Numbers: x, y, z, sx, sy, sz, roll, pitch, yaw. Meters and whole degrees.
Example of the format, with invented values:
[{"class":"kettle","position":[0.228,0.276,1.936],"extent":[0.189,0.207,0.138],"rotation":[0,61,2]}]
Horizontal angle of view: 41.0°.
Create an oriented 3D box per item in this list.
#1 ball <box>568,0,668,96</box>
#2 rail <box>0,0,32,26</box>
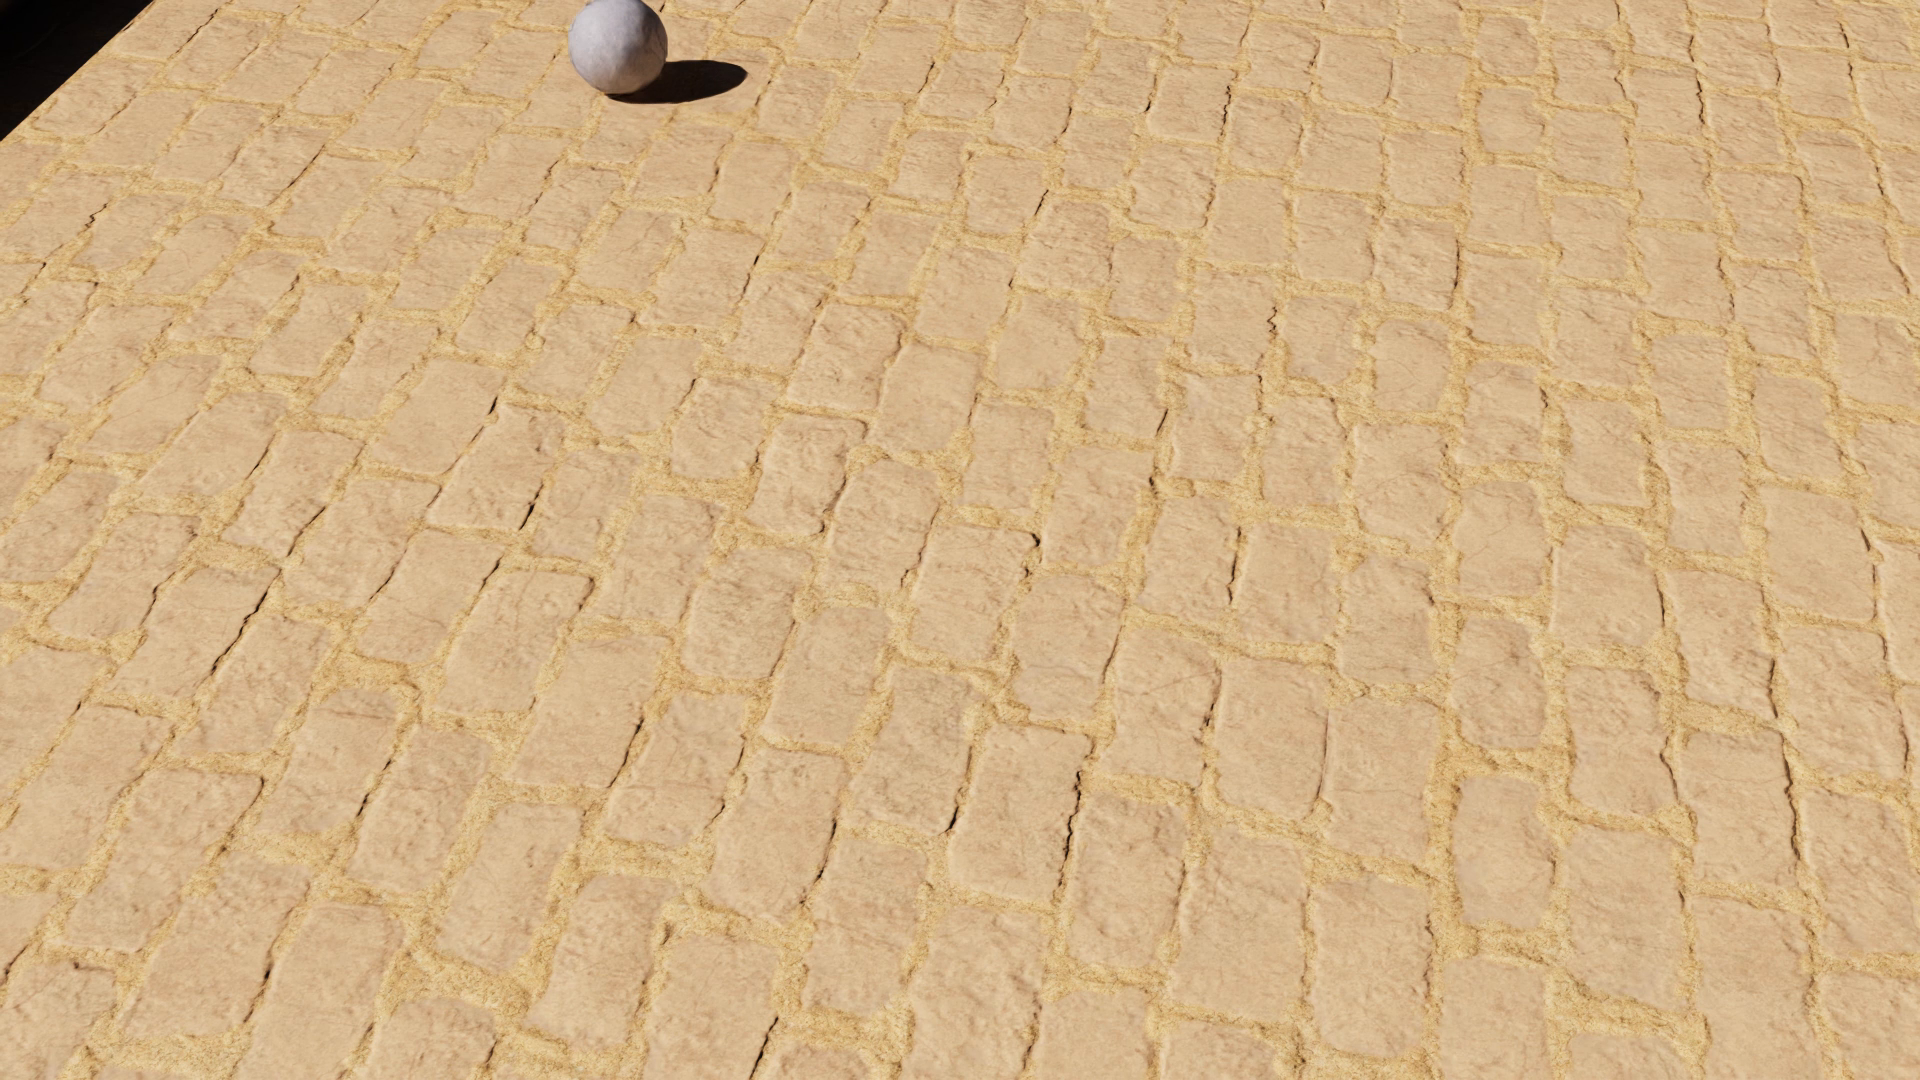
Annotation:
[{"class":"ball","position":[-0.314,-0.455,2.358],"extent":[0.091,0.091,0.091],"rotation":[0,35,0]},{"class":"rail","position":[-1.044,-0.122,1.861],"extent":[0.045,0.118,2.463],"rotation":[6,36,8]}]
